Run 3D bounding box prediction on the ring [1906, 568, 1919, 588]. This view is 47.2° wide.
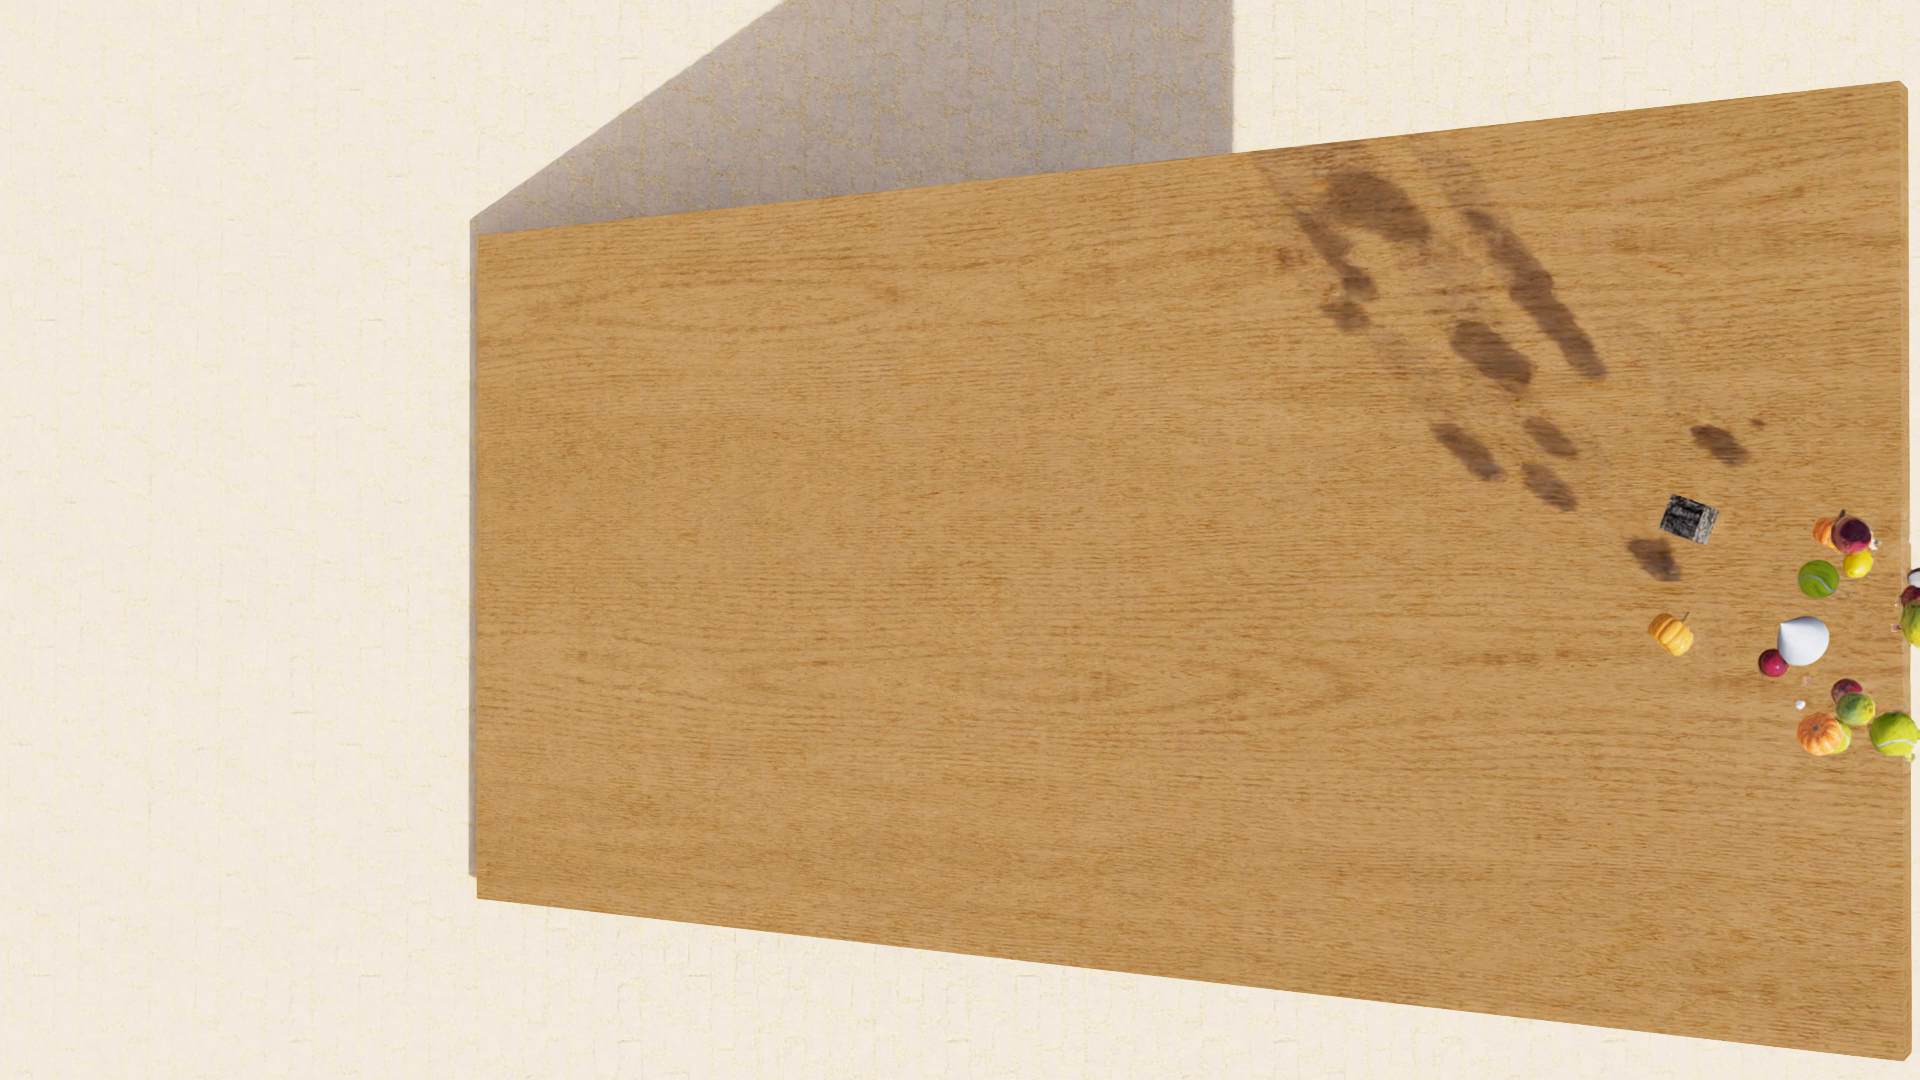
[{"bbox_3d":[1.749,0.069,3.960,0.081,0.081,0.027,8,80,0],"label":"ring"}]

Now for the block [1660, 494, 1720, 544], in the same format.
[{"bbox_3d":[1.468,-0.042,4.428,0.074,0.074,0.074,24,97,40],"label":"block"}]

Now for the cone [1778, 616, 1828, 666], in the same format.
[{"bbox_3d":[1.485,0.165,3.927,0.094,0.094,0.094,28,89,-40],"label":"cone"}]

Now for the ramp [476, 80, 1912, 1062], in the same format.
[{"bbox_3d":[0.259,0.071,5.597,4.000,0.100,2.000,0,89,32],"label":"ramp"}]
